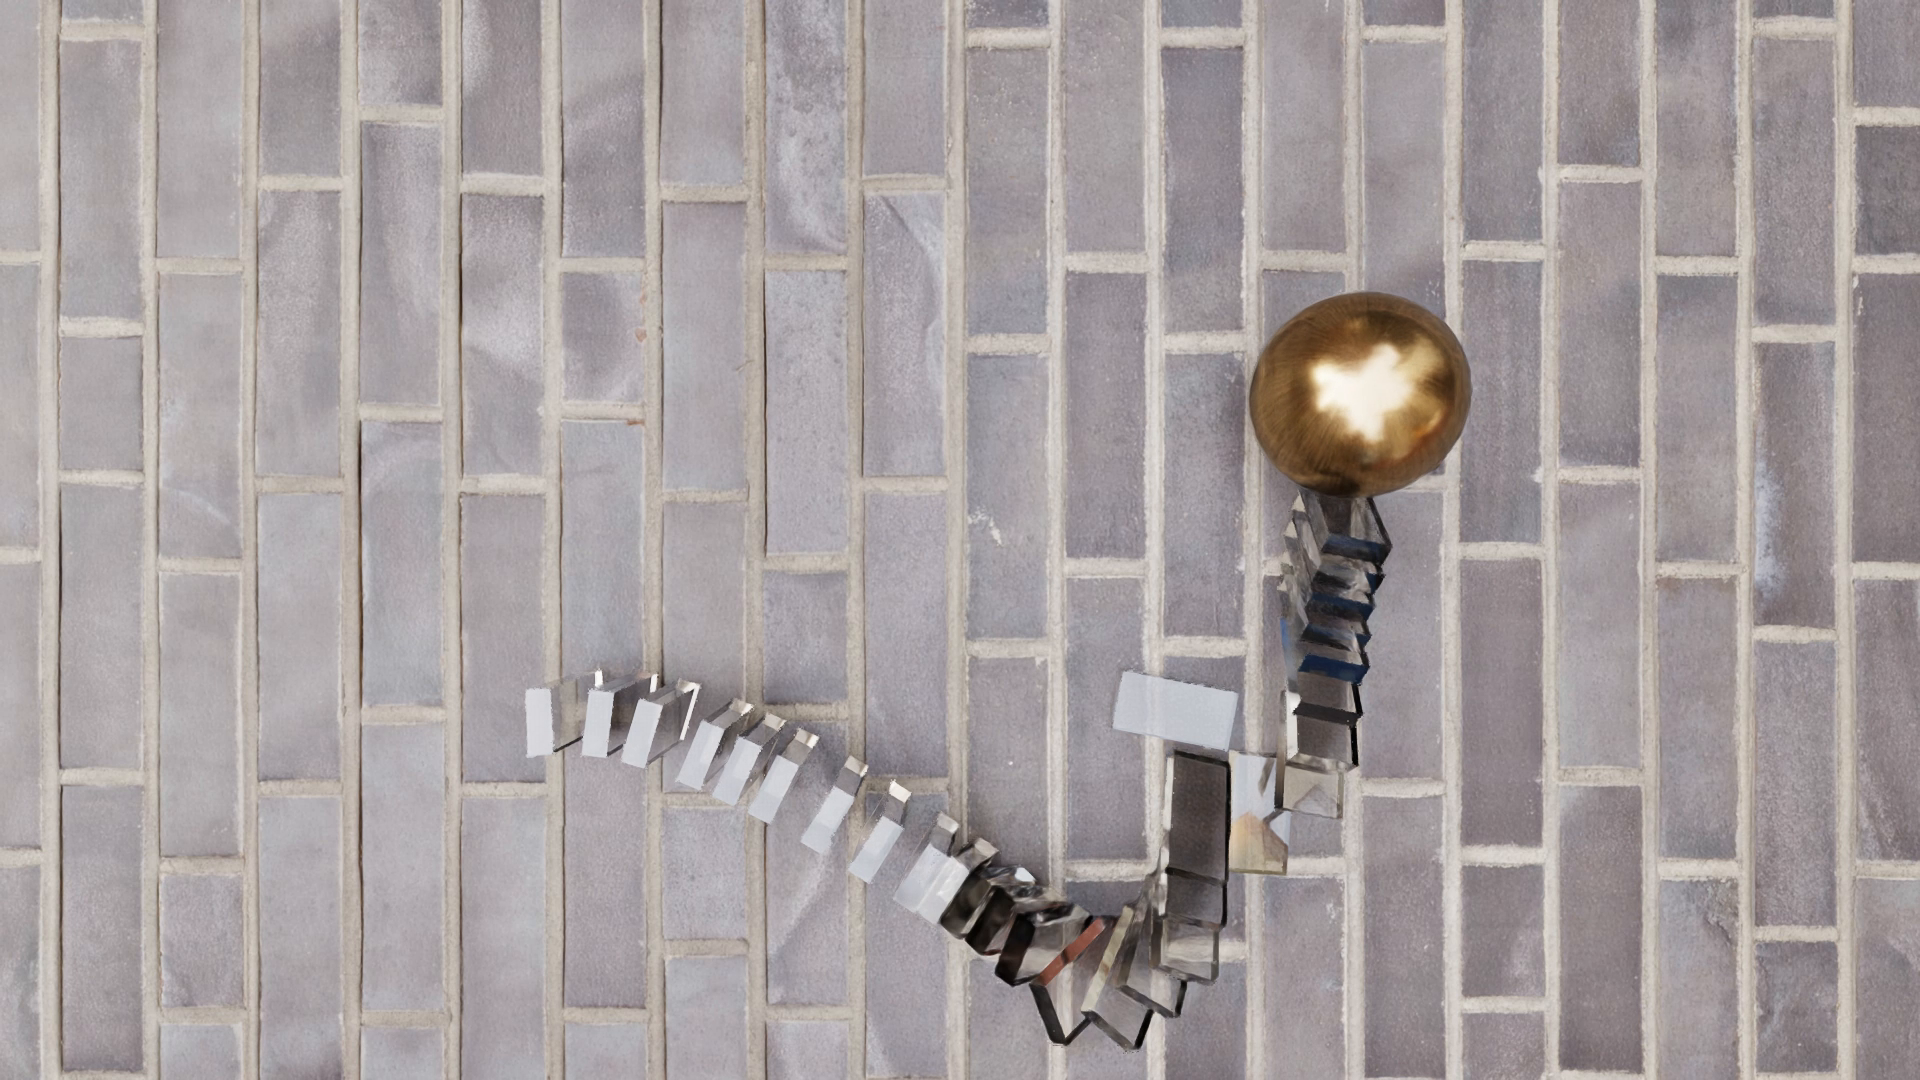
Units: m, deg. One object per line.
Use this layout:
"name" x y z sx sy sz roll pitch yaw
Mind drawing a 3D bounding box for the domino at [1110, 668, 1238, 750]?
"domino" 0.092 0.073 0.395 0.050 0.010 0.025 11 90 0

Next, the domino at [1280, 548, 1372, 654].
"domino" 0.149 0.024 0.377 0.025 0.050 0.009 12 127 0

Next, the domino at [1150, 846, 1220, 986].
"domino" 0.094 0.154 0.380 0.025 0.010 0.050 20 53 -6

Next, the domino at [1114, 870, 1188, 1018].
"domino" 0.084 0.167 0.380 0.025 0.010 0.050 31 51 -3

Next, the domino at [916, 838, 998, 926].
"domino" 0.000 0.138 0.375 0.009 0.050 0.025 33 90 18

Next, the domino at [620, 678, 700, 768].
"domino" -0.122 0.074 0.375 0.009 0.050 0.025 17 90 0

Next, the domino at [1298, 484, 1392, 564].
"domino" 0.158 -0.011 0.377 0.025 0.050 0.010 12 127 0

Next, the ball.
"ball" 0.156 -0.056 0.360 0.080 0.080 0.080 0 90 0

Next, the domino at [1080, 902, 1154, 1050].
"domino" 0.071 0.180 0.380 0.025 0.009 0.050 42 50 -4

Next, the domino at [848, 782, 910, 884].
"domino" -0.032 0.118 0.375 0.009 0.050 0.025 32 90 0

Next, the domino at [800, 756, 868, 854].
"domino" -0.050 0.107 0.375 0.009 0.050 0.025 31 90 0

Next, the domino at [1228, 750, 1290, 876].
"domino" 0.128 0.117 0.395 0.025 0.009 0.050 4 90 0

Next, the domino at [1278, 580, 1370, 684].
"domino" 0.149 0.036 0.377 0.025 0.050 0.009 12 127 0

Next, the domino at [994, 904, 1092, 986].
"domino" 0.035 0.166 0.377 0.009 0.050 0.025 23 90 37

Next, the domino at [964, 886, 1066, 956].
"domino" 0.024 0.156 0.377 0.009 0.050 0.025 33 90 35

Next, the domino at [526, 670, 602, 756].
"domino" -0.161 0.070 0.375 0.009 0.050 0.025 -2 90 0

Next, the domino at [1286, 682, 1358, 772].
"domino" 0.151 0.069 0.383 0.025 0.010 0.050 12 57 0

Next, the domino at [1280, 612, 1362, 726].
"domino" 0.149 0.051 0.379 0.025 0.009 0.050 12 46 0

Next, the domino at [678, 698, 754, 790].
"domino" -0.099 0.082 0.375 0.009 0.050 0.025 23 90 0

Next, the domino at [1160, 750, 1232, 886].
"domino" 0.099 0.115 0.382 0.025 0.010 0.050 13 55 0

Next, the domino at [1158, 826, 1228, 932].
"domino" 0.097 0.133 0.381 0.025 0.009 0.050 13 53 0

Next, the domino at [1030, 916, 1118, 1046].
"domino" 0.052 0.181 0.379 0.050 0.010 0.025 -21 90 -44

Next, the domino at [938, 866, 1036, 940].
"domino" 0.013 0.148 0.376 0.010 0.050 0.025 33 90 30

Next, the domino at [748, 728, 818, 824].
"domino" -0.071 0.095 0.375 0.010 0.050 0.025 27 90 0

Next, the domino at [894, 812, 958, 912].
"domino" -0.013 0.130 0.375 0.009 0.050 0.025 33 90 5

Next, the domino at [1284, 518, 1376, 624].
"domino" 0.151 0.012 0.377 0.025 0.050 0.010 12 127 0

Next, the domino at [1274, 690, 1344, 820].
"domino" 0.148 0.090 0.387 0.025 0.009 0.050 11 71 -1

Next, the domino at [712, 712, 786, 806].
"domino" -0.085 0.088 0.375 0.009 0.050 0.025 25 90 0

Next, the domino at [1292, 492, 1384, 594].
"domino" 0.155 0.000 0.377 0.025 0.050 0.010 12 127 0

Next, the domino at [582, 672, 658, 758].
"domino" -0.138 0.070 0.375 0.009 0.050 0.025 7 90 0
